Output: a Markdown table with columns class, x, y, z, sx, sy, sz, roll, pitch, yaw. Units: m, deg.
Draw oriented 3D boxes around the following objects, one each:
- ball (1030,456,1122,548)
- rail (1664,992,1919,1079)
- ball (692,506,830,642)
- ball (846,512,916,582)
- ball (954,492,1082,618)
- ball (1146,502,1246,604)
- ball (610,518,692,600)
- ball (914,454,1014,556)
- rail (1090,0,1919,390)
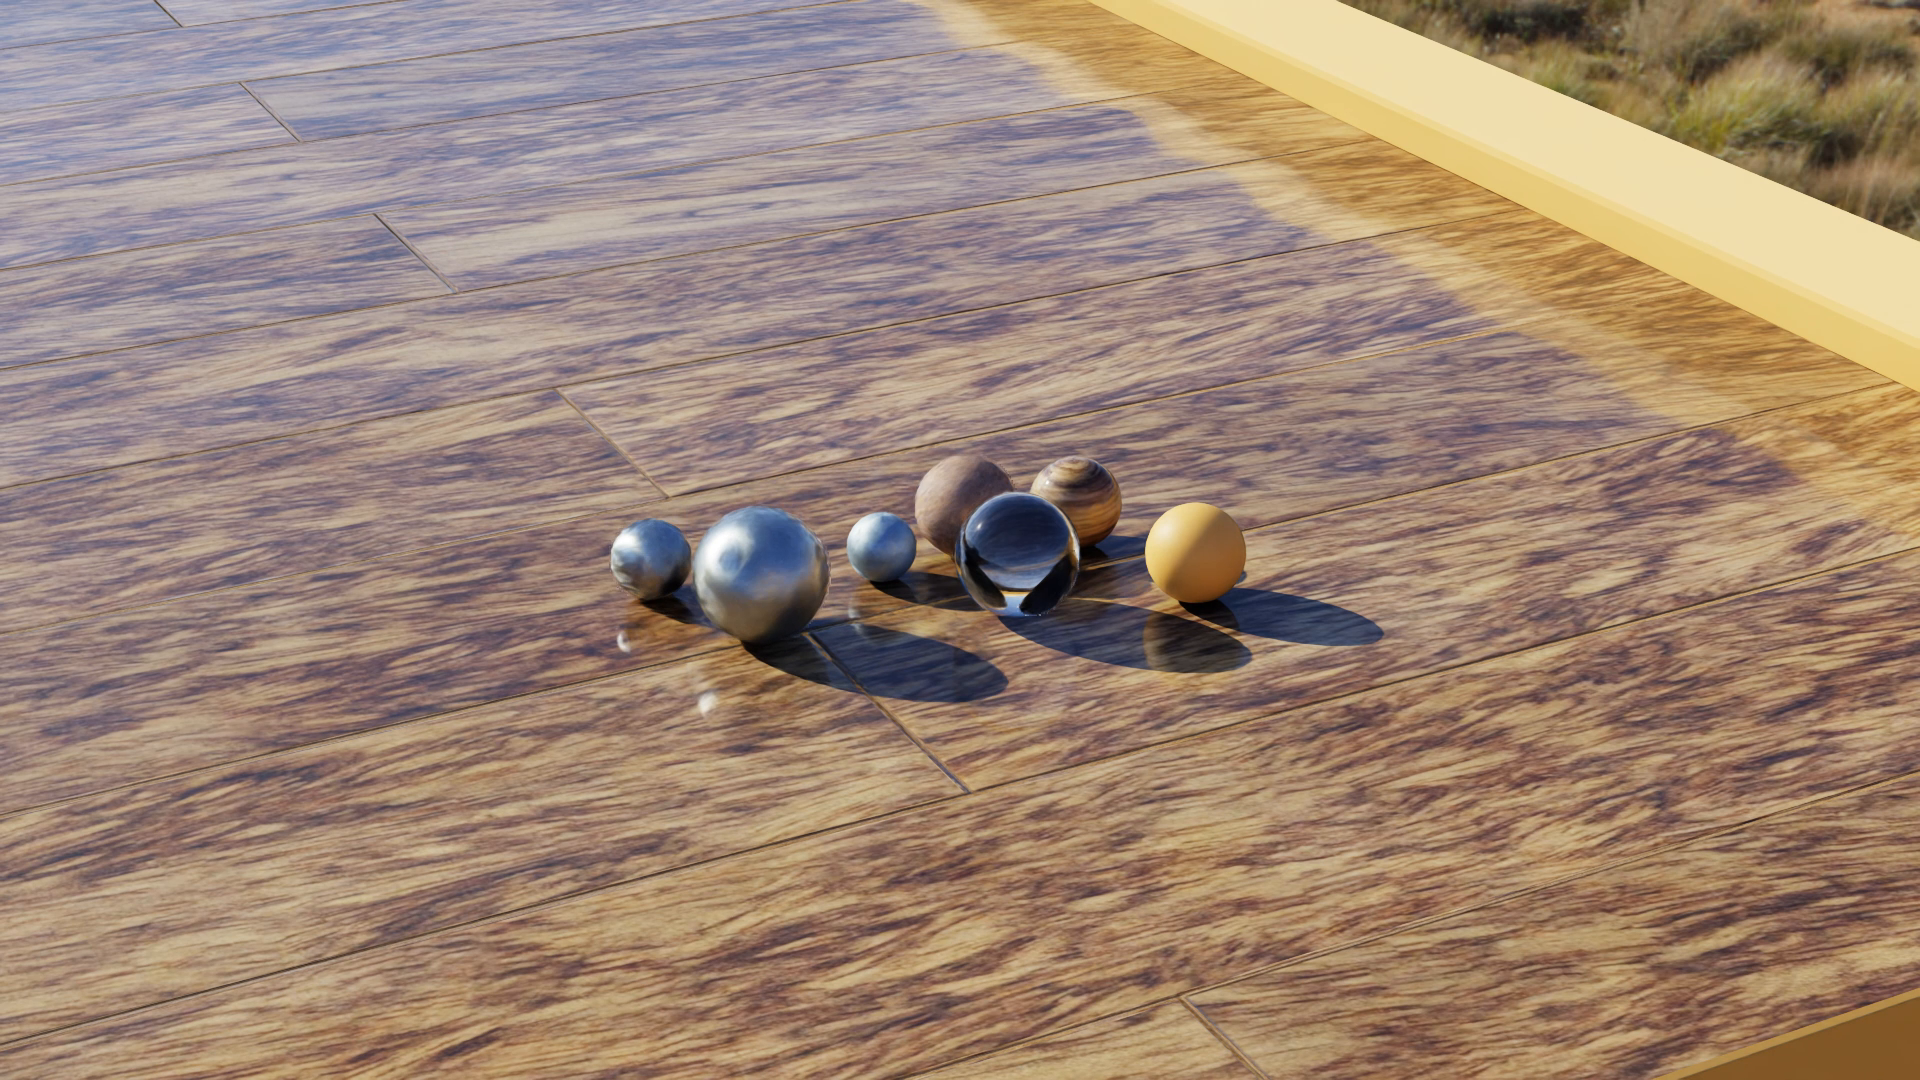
| class | x | y | z | sx | sy | sz | roll | pitch | yaw |
| --- | --- | --- | --- | --- | --- | --- | --- | --- | --- |
| ball | 0.084 | -0.027 | 2.147 | 0.068 | 0.068 | 0.068 | 0 | 25 | 0 |
| rail | 0.368 | 0.283 | 1.424 | 1.747 | 0.122 | 0.045 | -12 | 28 | -24 |
| ball | -0.136 | 0.023 | 2.009 | 0.094 | 0.094 | 0.094 | 0 | 25 | 0 |
| ball | -0.056 | 0.005 | 2.099 | 0.050 | 0.050 | 0.050 | 0 | 25 | 0 |
| ball | 0.040 | 0.010 | 2.043 | 0.088 | 0.088 | 0.088 | 0 | 25 | 0 |
| ball | 0.166 | 0.009 | 2.066 | 0.071 | 0.071 | 0.071 | 0 | 25 | 0 |
| ball | -0.218 | 0.013 | 2.073 | 0.057 | 0.057 | 0.057 | 0 | 25 | 0 |
| ball | 0.004 | -0.025 | 2.134 | 0.074 | 0.074 | 0.074 | 0 | 25 | 0 |
| rail | 0.376 | -0.502 | 3.089 | 0.045 | 0.122 | 3.315 | -12 | 28 | -24 |
